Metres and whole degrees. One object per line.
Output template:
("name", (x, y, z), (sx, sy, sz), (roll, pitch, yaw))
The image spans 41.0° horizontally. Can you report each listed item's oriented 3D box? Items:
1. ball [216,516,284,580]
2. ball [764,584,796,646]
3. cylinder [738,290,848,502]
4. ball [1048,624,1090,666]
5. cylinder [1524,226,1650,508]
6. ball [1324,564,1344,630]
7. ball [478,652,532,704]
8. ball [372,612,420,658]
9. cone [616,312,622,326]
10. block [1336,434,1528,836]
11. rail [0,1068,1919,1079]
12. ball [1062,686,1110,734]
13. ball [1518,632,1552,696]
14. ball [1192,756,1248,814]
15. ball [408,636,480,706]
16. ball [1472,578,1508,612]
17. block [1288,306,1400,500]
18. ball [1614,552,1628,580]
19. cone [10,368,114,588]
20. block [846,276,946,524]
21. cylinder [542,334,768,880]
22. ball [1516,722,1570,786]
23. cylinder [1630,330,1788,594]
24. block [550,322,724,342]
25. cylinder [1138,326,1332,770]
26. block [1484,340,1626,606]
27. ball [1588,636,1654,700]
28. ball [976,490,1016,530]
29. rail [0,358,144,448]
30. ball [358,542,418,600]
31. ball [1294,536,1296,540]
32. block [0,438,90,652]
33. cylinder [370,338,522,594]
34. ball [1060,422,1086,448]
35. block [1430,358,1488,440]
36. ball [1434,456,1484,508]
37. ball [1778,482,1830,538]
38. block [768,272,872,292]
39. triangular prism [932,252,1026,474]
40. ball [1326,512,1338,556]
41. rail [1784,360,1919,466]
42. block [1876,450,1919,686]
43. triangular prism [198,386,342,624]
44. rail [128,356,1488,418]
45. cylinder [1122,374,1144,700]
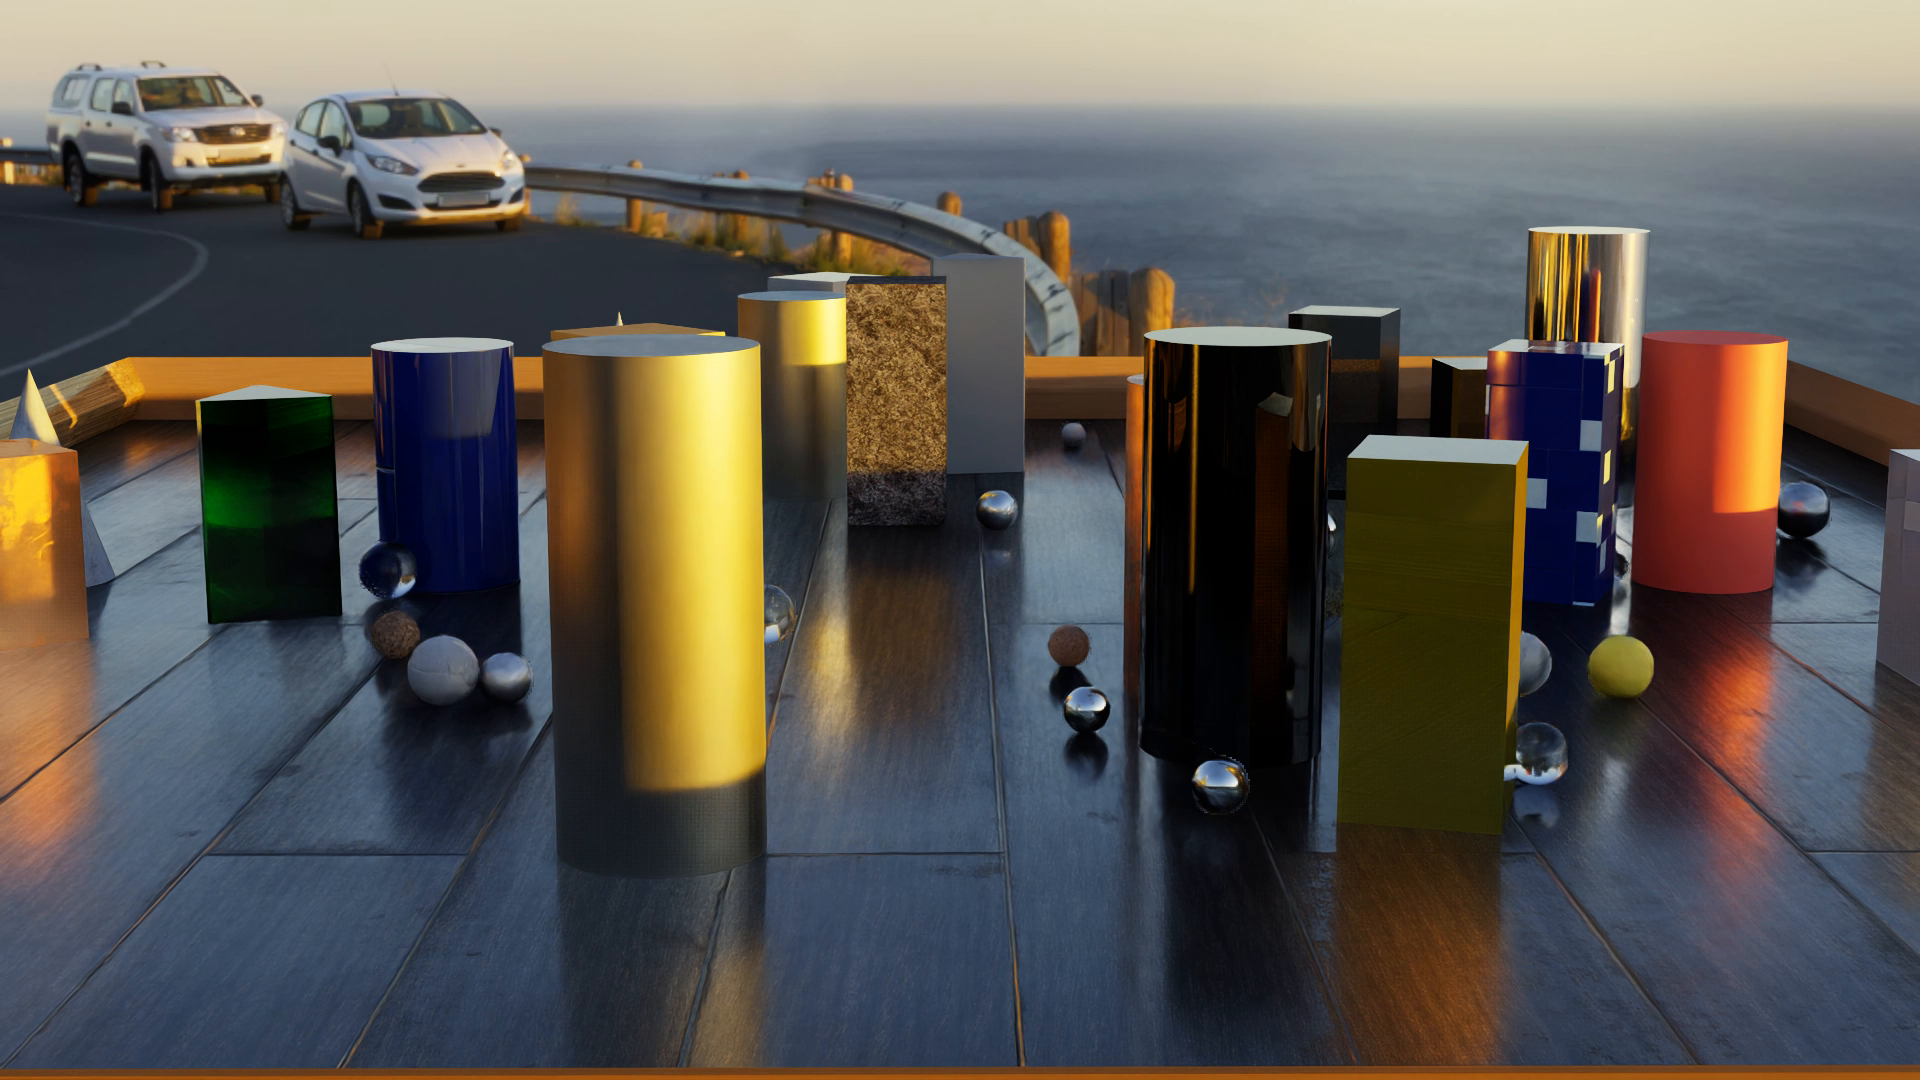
("ball", (-1.015, 0.012, 3.664), (0.093, 0.093, 0.093), (0, 10, 0))
("ball", (-0.249, 0.095, 3.259), (0.078, 0.078, 0.078), (0, 10, 0))
("cylinder", (-0.280, -0.250, 4.403), (0.197, 0.339, 0.197), (0, 10, 0))
("ball", (0.134, 0.130, 3.143), (0.052, 0.052, 0.052), (0, 10, 0))
("cylinder", (1.045, -0.291, 4.305), (0.197, 0.455, 0.197), (0, 10, 0))
("ball", (0.450, 0.073, 3.320), (0.099, 0.099, 0.099), (0, 10, 0))
("ball", (-0.524, 0.160, 2.956), (0.061, 0.061, 0.061), (0, 10, 0))
("ball", (-0.701, 0.118, 3.186), (0.059, 0.059, 0.059), (0, 10, 0))
("cone", (-0.470, -0.123, 3.572), (0.197, 0.391, 0.197), (0, 10, 0))
("block", (0.465, 0.088, 2.521), (0.158, 0.359, 0.158), (3, 11, 16))
("rail", (0.011, 0.379, 1.583), (3.428, 0.128, 0.045), (0, 10, 0))
("ball", (0.139, 0.187, 2.831), (0.052, 0.052, 0.052), (0, 10, 0))
("ball", (0.653, 0.144, 3.000), (0.075, 0.075, 0.075), (0, 10, 0))
("ball", (0.256, 0.242, 2.528), (0.055, 0.055, 0.055), (0, 10, 0))
("ball", (-0.594, 0.150, 2.951), (0.081, 0.081, 0.081), (0, 10, 0))
("ball", (0.713, 0.074, 3.456), (0.047, 0.047, 0.047), (0, 10, 0))
("block", (0.657, -0.237, 4.403), (0.158, 0.313, 0.158), (4, 11, 21))
("ball", (0.933, 0.037, 3.668), (0.043, 0.043, 0.043), (0, 10, 0))
("cone", (-1.315, -0.093, 3.651), (0.197, 0.304, 0.197), (0, 10, 0))
("block", (-0.101, -0.228, 4.157), (0.158, 0.386, 0.158), (0, 10, 0))
("cylinder", (-0.281, 0.056, 2.378), (0.197, 0.475, 0.197), (0, 10, 0))
("ball", (0.592, 0.218, 2.626), (0.065, 0.065, 0.065), (0, 10, 0))
("cylinder", (1.063, -0.114, 3.644), (0.197, 0.348, 0.197), (0, 10, 0))
("block", (-0.410, -0.073, 3.301), (0.158, 0.392, 0.158), (-9, 14, -41))
("cylinder", (0.293, 0.004, 2.744), (0.197, 0.445, 0.197), (0, 10, 0))
("block", (0.823, -0.097, 3.568), (0.158, 0.343, 0.158), (5, 11, 23))
("ball", (0.769, 0.148, 2.982), (0.074, 0.074, 0.074), (0, 10, 0))
("ball", (0.057, -0.047, 4.063), (0.065, 0.065, 0.065), (0, 10, 0))
("rail", (-1.690, 0.035, 3.439), (0.045, 0.128, 3.843), (0, 10, 0))
("ball", (-0.788, 0.041, 3.541), (0.080, 0.080, 0.080), (0, 10, 0))
("ball", (0.478, -0.002, 3.857), (0.051, 0.051, 0.051), (0, 10, 0))
("block", (-1.232, 0.006, 3.286), (0.158, 0.243, 0.158), (-9, 14, -41))
("cylinder", (-0.728, -0.108, 3.640), (0.197, 0.338, 0.197), (0, 10, 0))
("ball", (0.219, -0.203, 4.951), (0.048, 0.048, 0.048), (0, 10, 0))
("block", (0.855, -0.157, 4.131), (0.158, 0.256, 0.158), (-1, 11, -6))
("ball", (0.832, -0.097, 4.273), (0.086, 0.086, 0.086), (0, 10, 0))
("ball", (1.311, -0.047, 3.999), (0.088, 0.088, 0.088), (0, 10, 0))
("block", (-0.234, -0.299, 4.635), (0.158, 0.352, 0.158), (8, 13, 38))
("triangular prism", (0.019, -0.325, 4.678), (0.171, 0.386, 0.148), (-2, 11, -10))
("ball", (0.518, -0.010, 3.801), (0.086, 0.086, 0.086), (0, 10, 0))
("rail", (1.690, 0.031, 3.458), (0.045, 0.128, 3.843), (0, 10, 0))
("block", (1.217, 0.033, 3.084), (0.158, 0.263, 0.158), (0, 10, -1))
("triangular prism", (-0.933, -0.053, 3.456), (0.171, 0.296, 0.148), (-3, 11, -18))
("rail", (-0.011, -0.313, 5.315), (3.428, 0.128, 0.045), (0, 10, 0))
("cylinder", (0.292, -0.005, 3.002), (0.197, 0.367, 0.197), (0, 10, 0))
